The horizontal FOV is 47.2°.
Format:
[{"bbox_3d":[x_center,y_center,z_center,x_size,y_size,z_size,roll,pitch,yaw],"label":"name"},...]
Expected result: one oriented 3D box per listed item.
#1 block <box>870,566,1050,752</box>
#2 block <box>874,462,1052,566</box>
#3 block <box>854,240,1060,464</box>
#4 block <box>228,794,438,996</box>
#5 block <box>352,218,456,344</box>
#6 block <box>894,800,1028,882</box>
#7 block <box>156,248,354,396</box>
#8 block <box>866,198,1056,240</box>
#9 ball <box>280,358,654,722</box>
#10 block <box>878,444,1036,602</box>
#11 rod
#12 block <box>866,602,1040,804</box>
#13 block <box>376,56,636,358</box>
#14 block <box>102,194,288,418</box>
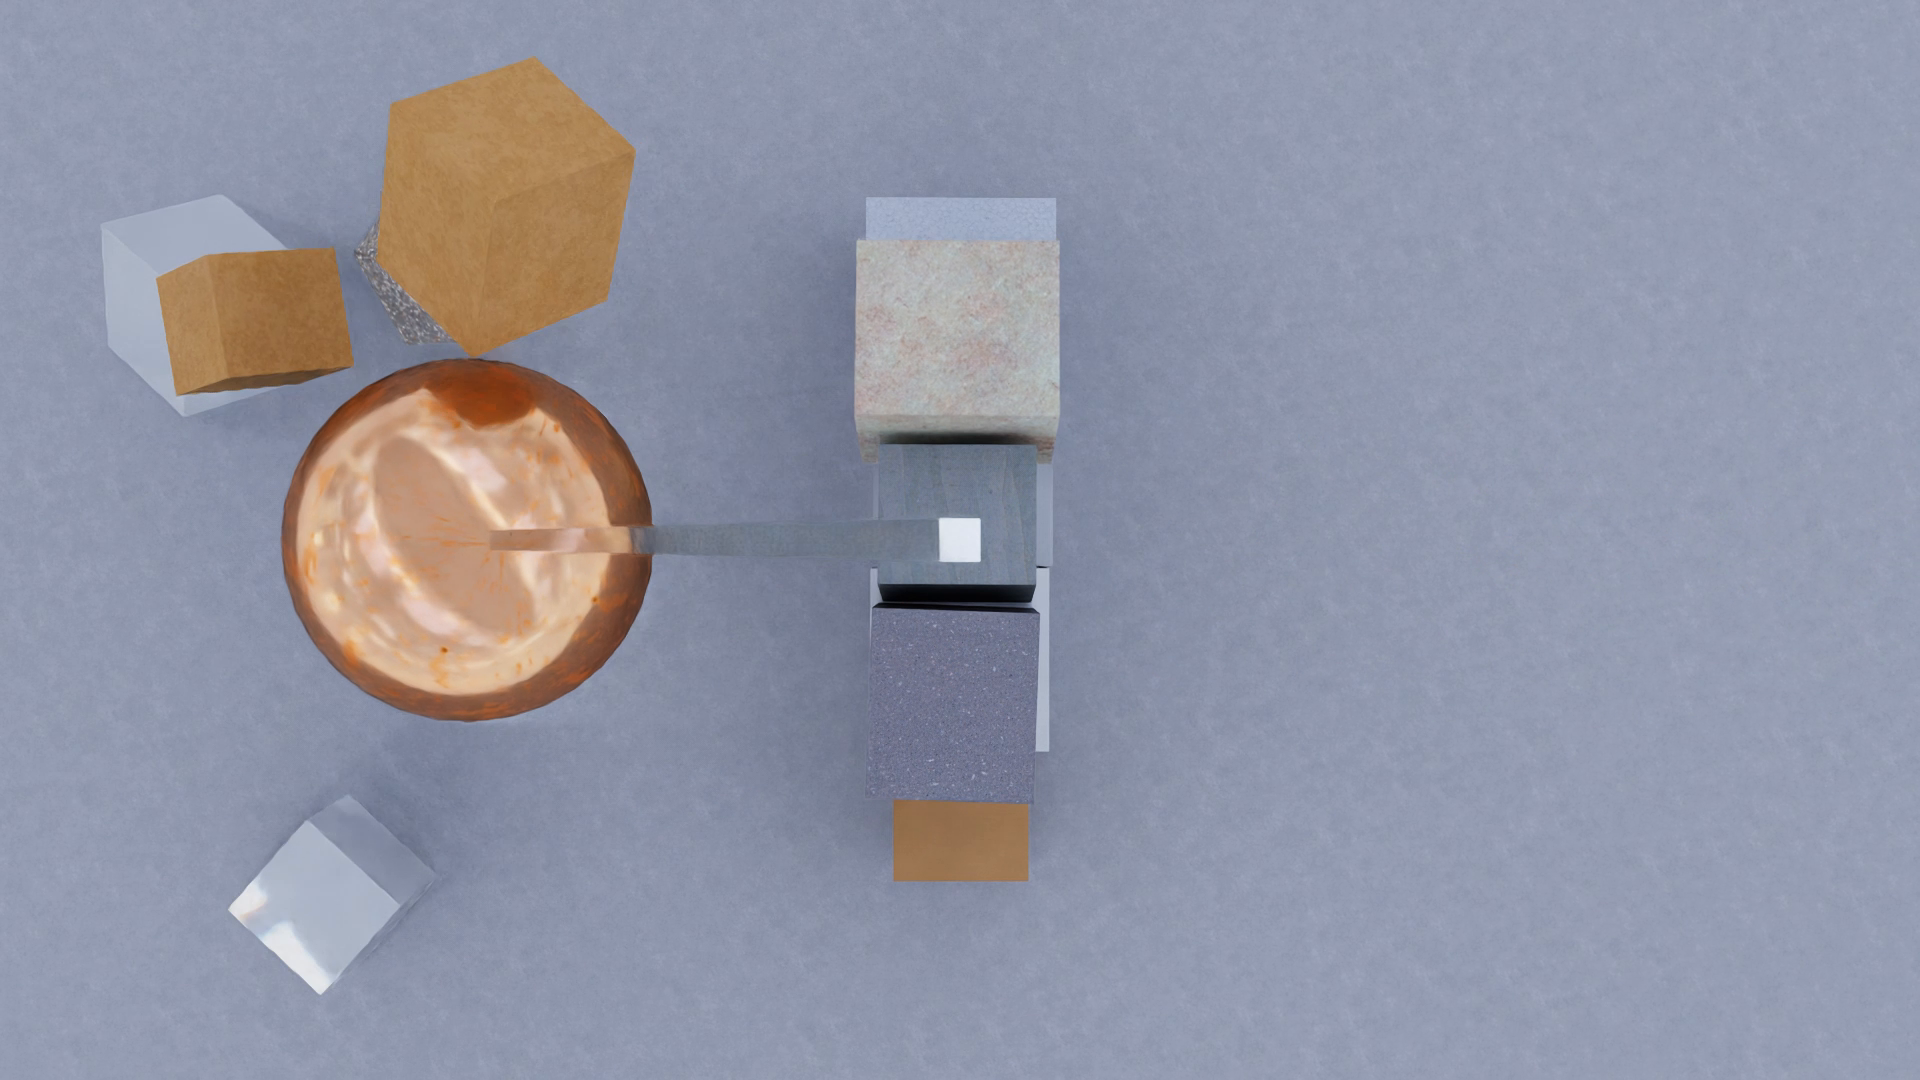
[{"bbox_3d":[-0.002,0.652,12.476,0.973,1.049,0.996,0,90,0],"label":"block"},{"bbox_3d":[0.017,-0.368,12.512,0.982,0.977,1.020,0,90,0],"label":"block"},{"bbox_3d":[-0.014,-0.967,11.528,1.024,1.001,0.916,0,78,0],"label":"block"},{"bbox_3d":[-3.589,2.027,12.634,0.714,0.634,0.714,43,98,0],"label":"block"},{"bbox_3d":[-2.892,-1.575,12.458,0.624,0.631,0.656,0,134,24],"label":"block"},{"bbox_3d":[0.005,1.521,12.567,0.744,0.866,0.723,0,90,0],"label":"block"},{"bbox_3d":[-3.405,-1.053,10.620,0.636,0.622,0.577,-11,92,-41],"label":"block"},{"bbox_3d":[0.004,-1.388,12.556,1.047,0.887,0.997,0,90,0],"label":"block"},{"bbox_3d":[-2.149,0.000,9.659,1.600,1.600,1.600,0,90,0],"label":"ball"},{"bbox_3d":[-0.014,-0.075,11.561,0.804,0.835,0.716,0,82,0],"label":"block"},{"bbox_3d":[-0.931,0.000,6.485,0.080,5.200,0.080,0,90,-21],"label":"rod"},{"bbox_3d":[-0.037,0.832,11.487,0.845,0.929,0.955,2,90,0],"label":"block"},{"bbox_3d":[-1.947,-1.423,9.386,0.689,0.859,0.734,43,49,20],"label":"block"},{"bbox_3d":[-4.241,-1.324,12.328,0.821,0.732,0.798,37,132,29],"label":"block"}]
